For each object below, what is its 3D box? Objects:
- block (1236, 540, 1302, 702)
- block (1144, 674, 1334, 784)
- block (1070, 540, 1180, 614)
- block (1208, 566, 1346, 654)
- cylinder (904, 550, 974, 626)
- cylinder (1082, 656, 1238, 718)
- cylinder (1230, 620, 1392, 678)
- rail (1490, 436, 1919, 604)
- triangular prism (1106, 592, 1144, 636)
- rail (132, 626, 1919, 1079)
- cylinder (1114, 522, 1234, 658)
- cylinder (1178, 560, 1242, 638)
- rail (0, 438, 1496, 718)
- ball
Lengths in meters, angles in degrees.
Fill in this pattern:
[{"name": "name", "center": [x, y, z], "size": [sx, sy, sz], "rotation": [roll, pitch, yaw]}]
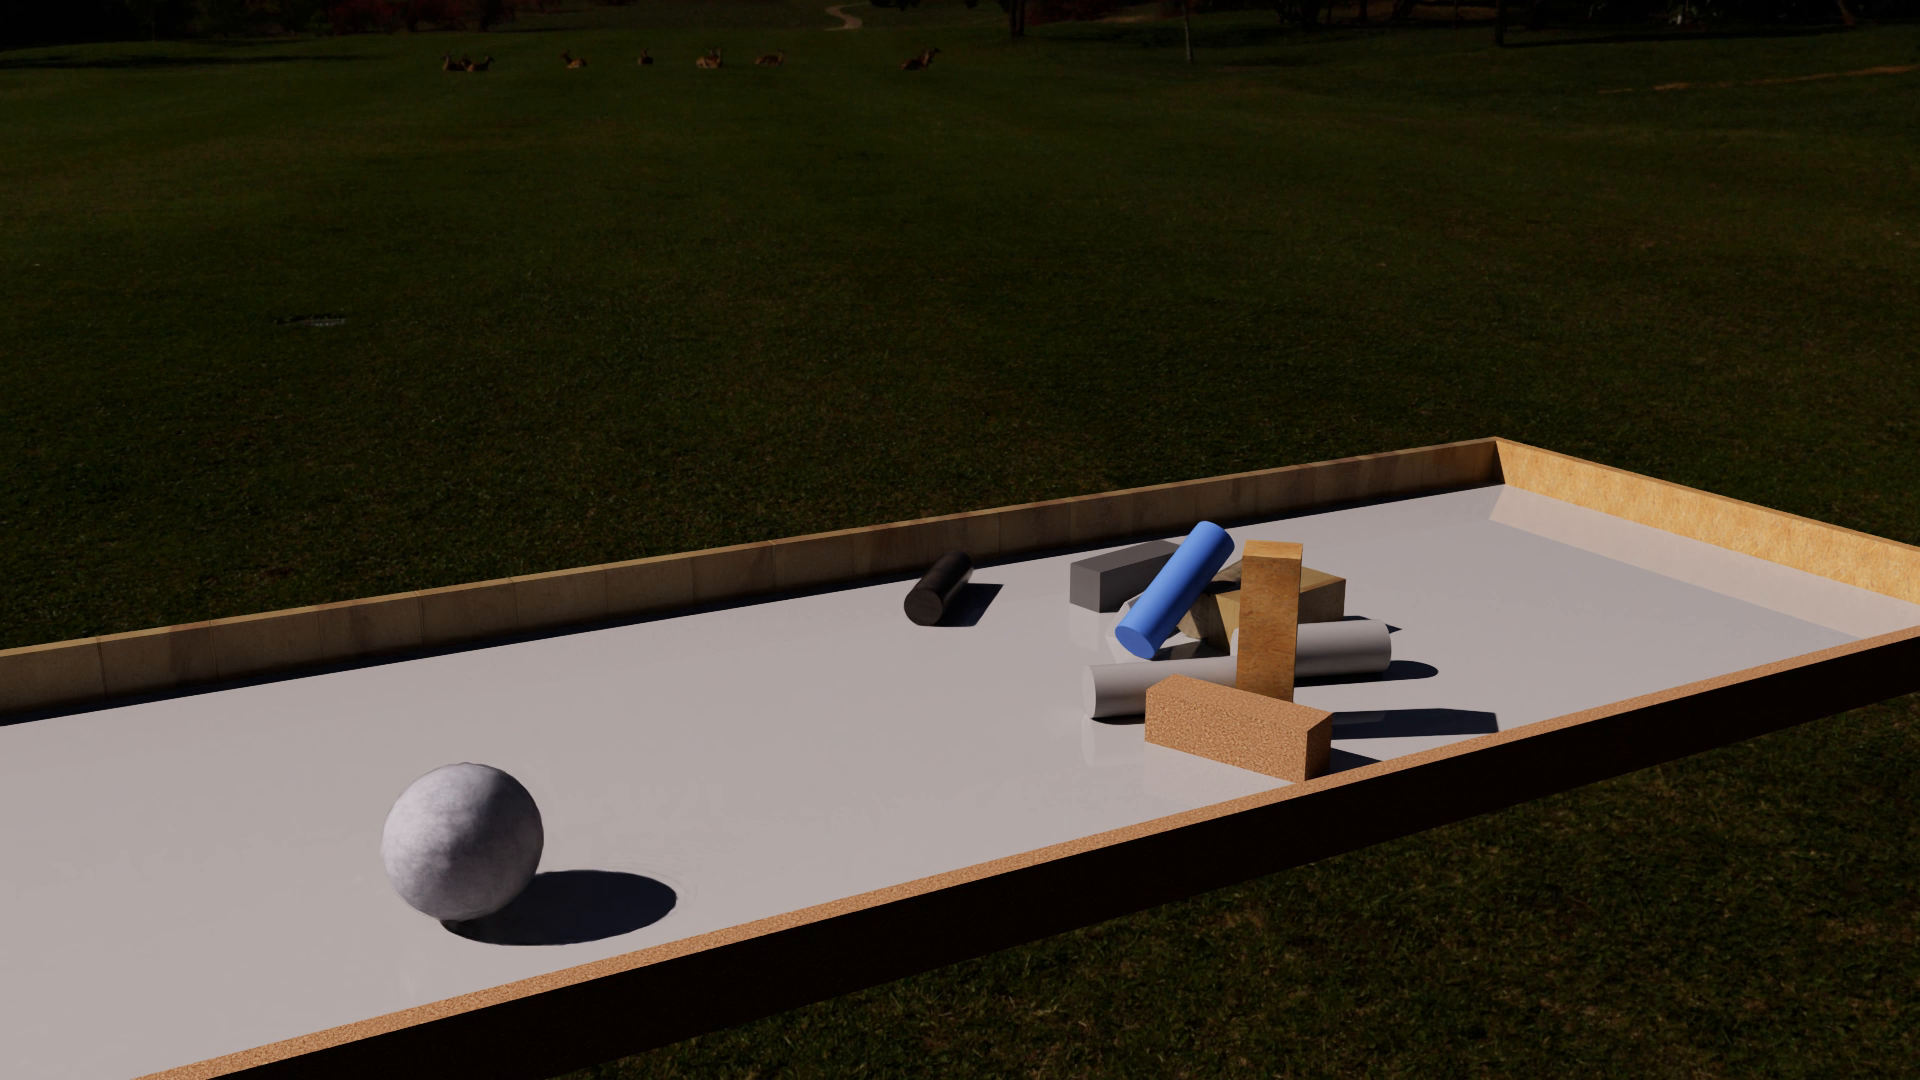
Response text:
[{"name": "block", "center": [0.708, 0.231, 3.793], "size": [0.128, 0.438, 0.128], "rotation": [4, 17, 13]}, {"name": "block", "center": [0.621, 0.420, 3.700], "size": [0.398, 0.127, 0.127], "rotation": [12, 20, 35]}, {"name": "block", "center": [0.496, 0.102, 4.796], "size": [0.373, 0.120, 0.120], "rotation": [-14, 21, -38]}, {"name": "block", "center": [0.852, 0.194, 4.428], "size": [0.374, 0.150, 0.150], "rotation": [-13, 21, -37]}, {"name": "cylinder", "center": [-0.057, 0.133, 4.707], "size": [0.110, 0.110, 0.376], "rotation": [4, 17, 13]}, {"name": "cylinder", "center": [0.490, 0.350, 3.942], "size": [0.375, 0.125, 0.125], "rotation": [-3, 17, -10]}, {"name": "cylinder", "center": [0.885, 0.279, 4.167], "size": [0.375, 0.136, 0.136], "rotation": [-3, 17, -10]}, {"name": "rail", "center": [2.466, -0.048, 5.253], "size": [0.050, 0.150, 2.100], "rotation": [-9, 18, -27]}, {"name": "triangular prism", "center": [0.571, 0.163, 4.606], "size": [0.119, 0.103, 0.452], "rotation": [11, 20, 33]}, {"name": "rail", "center": [-2.336, 1.006, 1.665], "size": [12.000, 0.150, 0.050], "rotation": [-9, 18, -27]}, {"name": "cylinder", "center": [0.569, 0.130, 4.356], "size": [0.121, 0.121, 0.398], "rotation": [16, 55, 42]}, {"name": "cylinder", "center": [0.741, 0.155, 4.585], "size": [0.136, 0.136, 0.388], "rotation": [11, 20, 33]}, {"name": "rail", "center": [-3.305, 0.497, 3.399], "size": [12.000, 0.150, 0.050], "rotation": [-9, 18, -27]}, {"name": "ball", "center": [-0.901, 0.546, 2.993], "size": [0.283, 0.283, 0.283], "rotation": [0, 16, 0]}]
